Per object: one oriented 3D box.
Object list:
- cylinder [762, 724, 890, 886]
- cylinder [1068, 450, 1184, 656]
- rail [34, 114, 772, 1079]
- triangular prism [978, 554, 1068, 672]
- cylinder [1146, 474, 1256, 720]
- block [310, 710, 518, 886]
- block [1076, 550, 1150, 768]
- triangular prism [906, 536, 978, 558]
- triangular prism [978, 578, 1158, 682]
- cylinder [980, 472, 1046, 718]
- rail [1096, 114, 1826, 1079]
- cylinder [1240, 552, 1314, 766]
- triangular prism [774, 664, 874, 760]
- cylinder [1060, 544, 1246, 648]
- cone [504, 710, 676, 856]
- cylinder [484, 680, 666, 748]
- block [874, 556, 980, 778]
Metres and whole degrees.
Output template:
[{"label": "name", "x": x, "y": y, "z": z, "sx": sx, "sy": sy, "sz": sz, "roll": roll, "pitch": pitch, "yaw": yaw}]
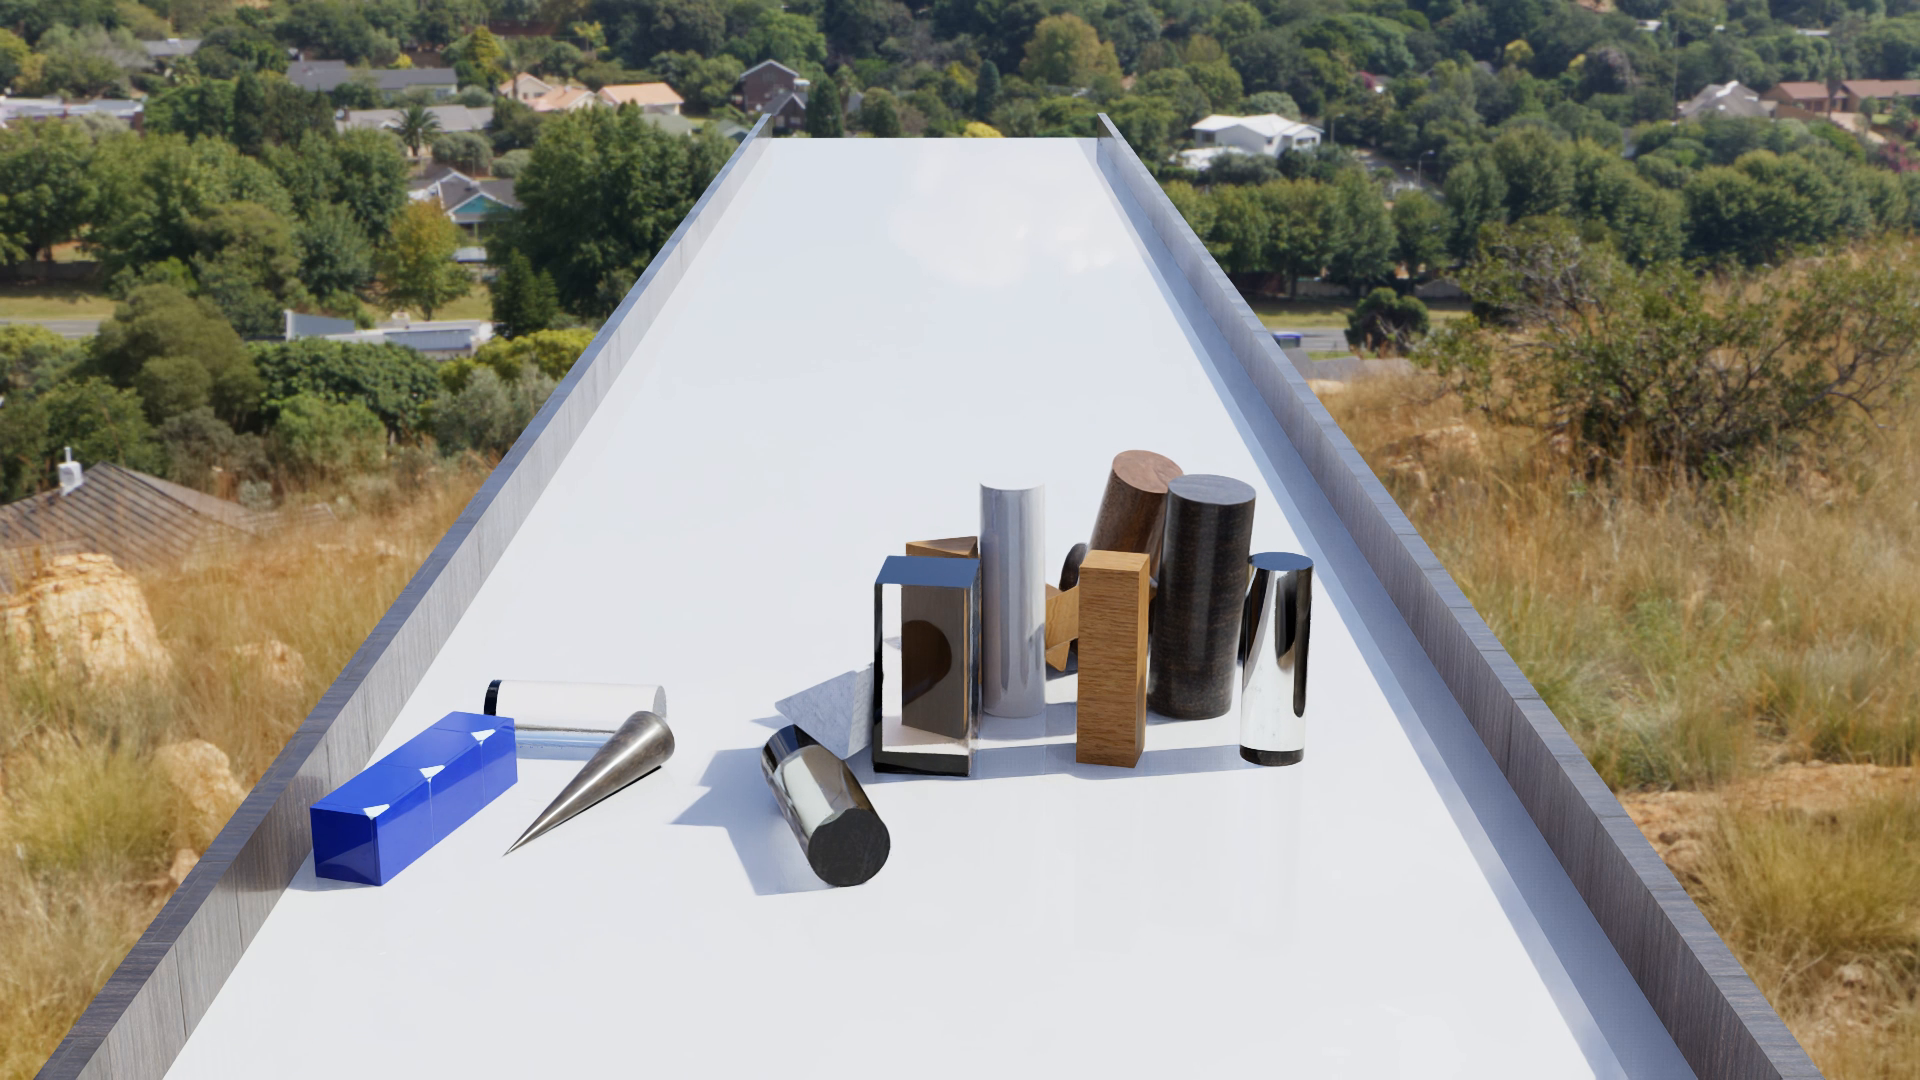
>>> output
[{"label": "cylinder", "x": -0.222, "y": 0.424, "z": 3.569, "sx": 0.132, "sy": 0.132, "sz": 0.373, "roll": -5, "pitch": 17, "yaw": -15}, {"label": "cylinder", "x": 0.319, "y": 0.036, "z": 4.324, "sx": 0.144, "sy": 0.422, "sz": 0.144, "roll": 9, "pitch": 35, "yaw": -7}, {"label": "rail", "x": -1.118, "y": -0.838, "z": 7.780, "sx": 0.050, "sy": 0.150, "sz": 12.000, "roll": 0, "pitch": 17, "yaw": -1}, {"label": "triangular prism", "x": 0.105, "y": 0.122, "z": 4.472, "sx": 0.150, "sy": 0.130, "sz": 0.368, "roll": 38, "pitch": -5, "yaw": -32}, {"label": "cylinder", "x": 0.447, "y": 0.106, "z": 4.093, "sx": 0.162, "sy": 0.429, "sz": 0.162, "roll": 3, "pitch": 21, "yaw": -1}, {"label": "block", "x": -0.889, "y": 0.417, "z": 3.616, "sx": 0.118, "sy": 0.118, "sz": 0.438, "roll": 5, "pitch": 17, "yaw": 17}, {"label": "block", "x": 0.270, "y": 0.210, "z": 3.884, "sx": 0.105, "sy": 0.364, "sz": 0.105, "roll": 4, "pitch": 17, "yaw": 14}, {"label": "triangular prism", "x": -0.007, "y": 0.163, "z": 4.099, "sx": 0.143, "sy": 0.327, "sz": 0.123, "roll": 11, "pitch": 18, "yaw": 37}, {"label": "triangular prism", "x": 0.179, "y": 0.153, "z": 4.197, "sx": 0.416, "sy": 0.080, "sz": 0.093, "roll": -27, "pitch": 7, "yaw": 30}, {"label": "cylinder", "x": 0.099, "y": 0.103, "z": 4.097, "sx": 0.122, "sy": 0.445, "sz": 0.122, "roll": -1, "pitch": 18, "yaw": 0}, {"label": "rail", "x": 0.932, "y": -0.844, "z": 7.801, "sx": 0.050, "sy": 0.150, "sz": 12.000, "roll": 0, "pitch": 17, "yaw": -1}, {"label": "cylinder", "x": 0.558, "y": 0.210, "z": 3.885, "sx": 0.116, "sy": 0.362, "sz": 0.116, "roll": 0, "pitch": 17, "yaw": 0}, {"label": "triangular prism", "x": -0.189, "y": 0.266, "z": 3.808, "sx": 0.147, "sy": 0.128, "sz": 0.401, "roll": 37, "pitch": 3, "yaw": 5}, {"label": "cylinder", "x": 0.445, "y": 0.118, "z": 4.539, "sx": 0.453, "sy": 0.167, "sz": 0.167, "roll": 8, "pitch": 18, "yaw": 25}, {"label": "cone", "x": -0.641, "y": 0.428, "z": 3.698, "sx": 0.103, "sy": 0.103, "sz": 0.437, "roll": 8, "pitch": 25, "yaw": 25}, {"label": "cylinder", "x": -0.692, "y": 0.315, "z": 3.963, "sx": 0.306, "sy": 0.117, "sz": 0.117, "roll": 2, "pitch": 17, "yaw": 6}, {"label": "block", "x": -0.057, "y": 0.220, "z": 3.873, "sx": 0.166, "sy": 0.348, "sz": 0.166, "roll": 2, "pitch": 17, "yaw": 6}]
